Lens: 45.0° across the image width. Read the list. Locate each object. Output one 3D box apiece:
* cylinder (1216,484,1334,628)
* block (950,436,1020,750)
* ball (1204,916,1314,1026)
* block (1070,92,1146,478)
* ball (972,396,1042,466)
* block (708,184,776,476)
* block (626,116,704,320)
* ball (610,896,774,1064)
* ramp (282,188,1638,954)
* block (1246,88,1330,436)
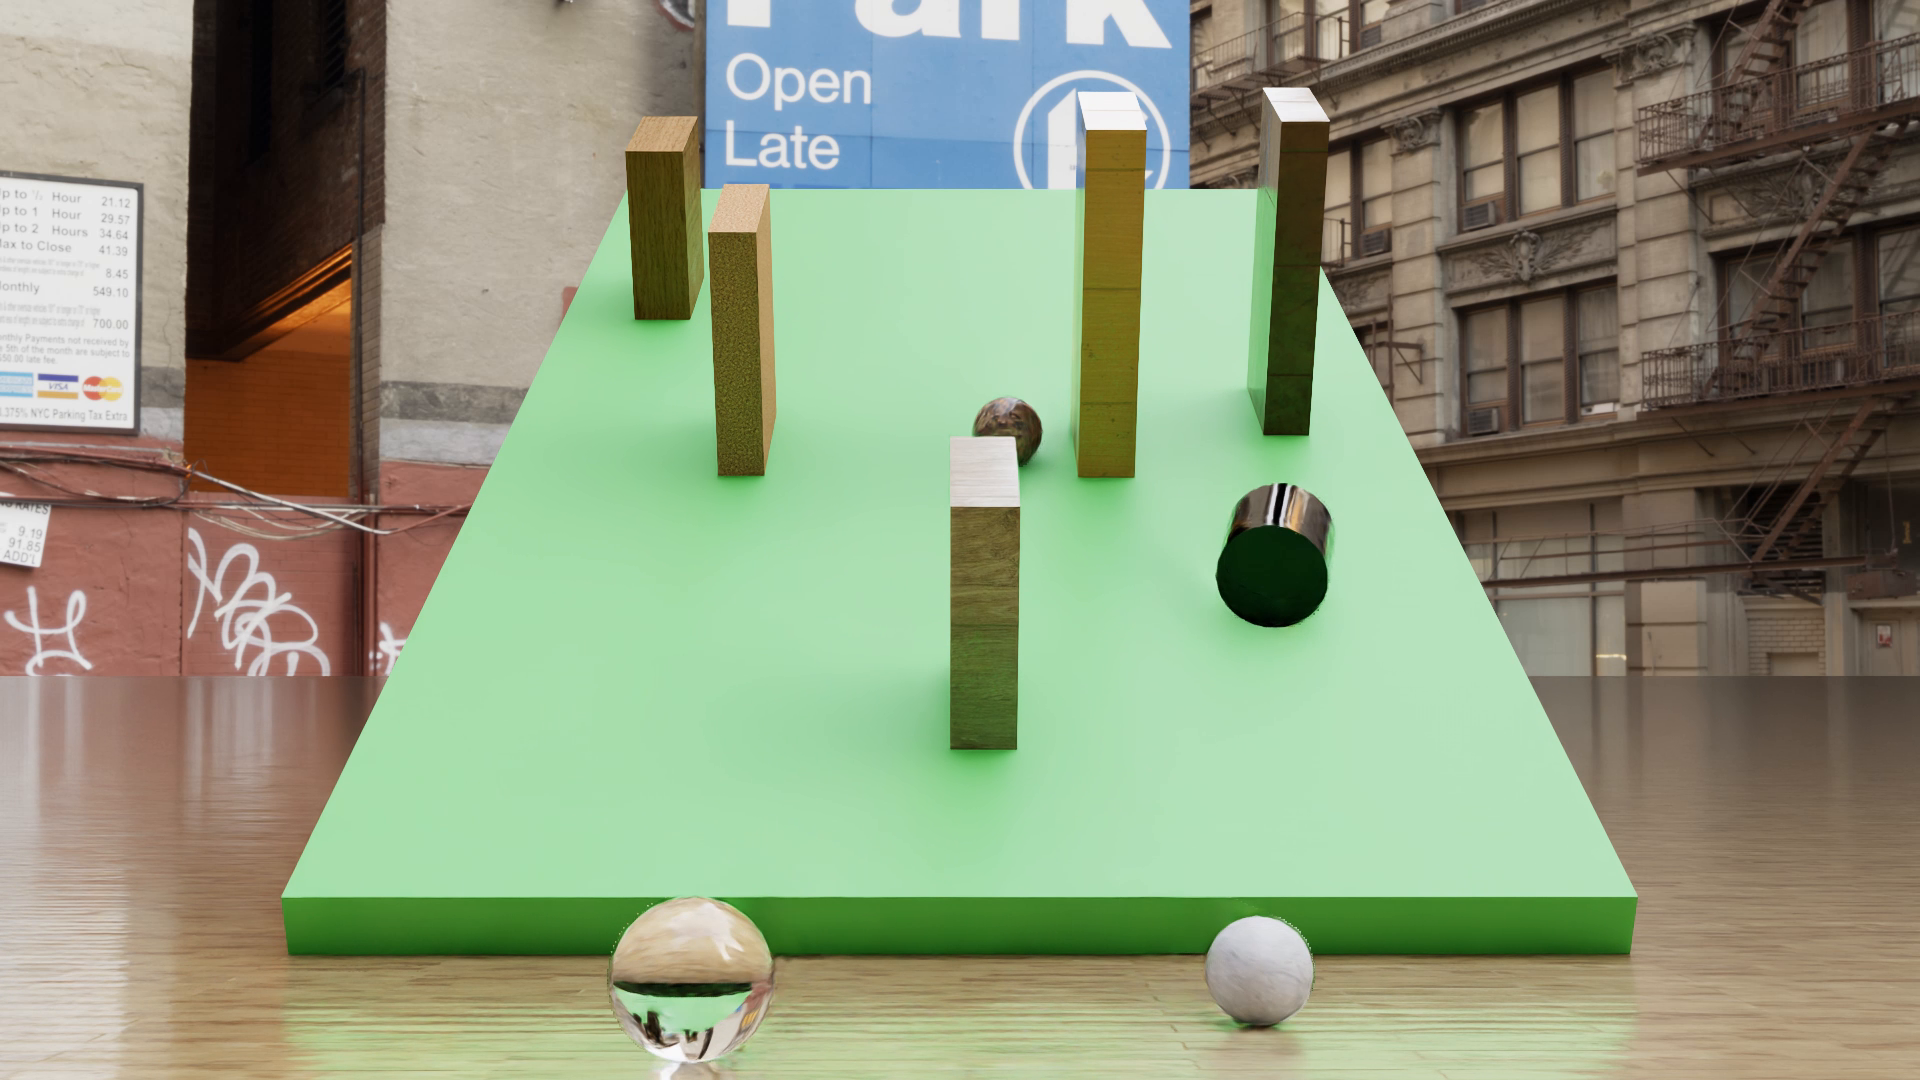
[{"bbox_3d":[0.588,0.028,4.311,0.204,0.204,0.204,-1,23,13],"label":"cylinder"},{"bbox_3d":[0.039,0.085,3.887,0.111,0.435,0.308,0,24,0],"label":"block"},{"bbox_3d":[0.358,0.515,2.776,0.129,0.129,0.129,0,-3,0],"label":"ball"},{"bbox_3d":[0.311,-0.544,4.938,0.121,0.749,0.336,0,24,0],"label":"block"},{"bbox_3d":[0.101,-0.231,4.968,0.152,0.152,0.152,0,-3,0],"label":"ball"},{"bbox_3d":[-0.466,-0.458,5.005,0.099,0.535,0.379,0,24,0],"label":"block"},{"bbox_3d":[-0.758,-0.836,5.994,0.142,0.436,0.372,0,24,0],"label":"block"},{"bbox_3d":[-0.290,0.476,2.515,0.178,0.178,0.178,0,-3,0],"label":"ball"},{"bbox_3d":[-0.008,-0.227,5.272,2.000,0.100,4.000,0,24,0],"label":"ramp"},{"bbox_3d":[0.727,-0.620,5.168,0.102,0.707,0.316,0,24,0],"label":"block"}]
